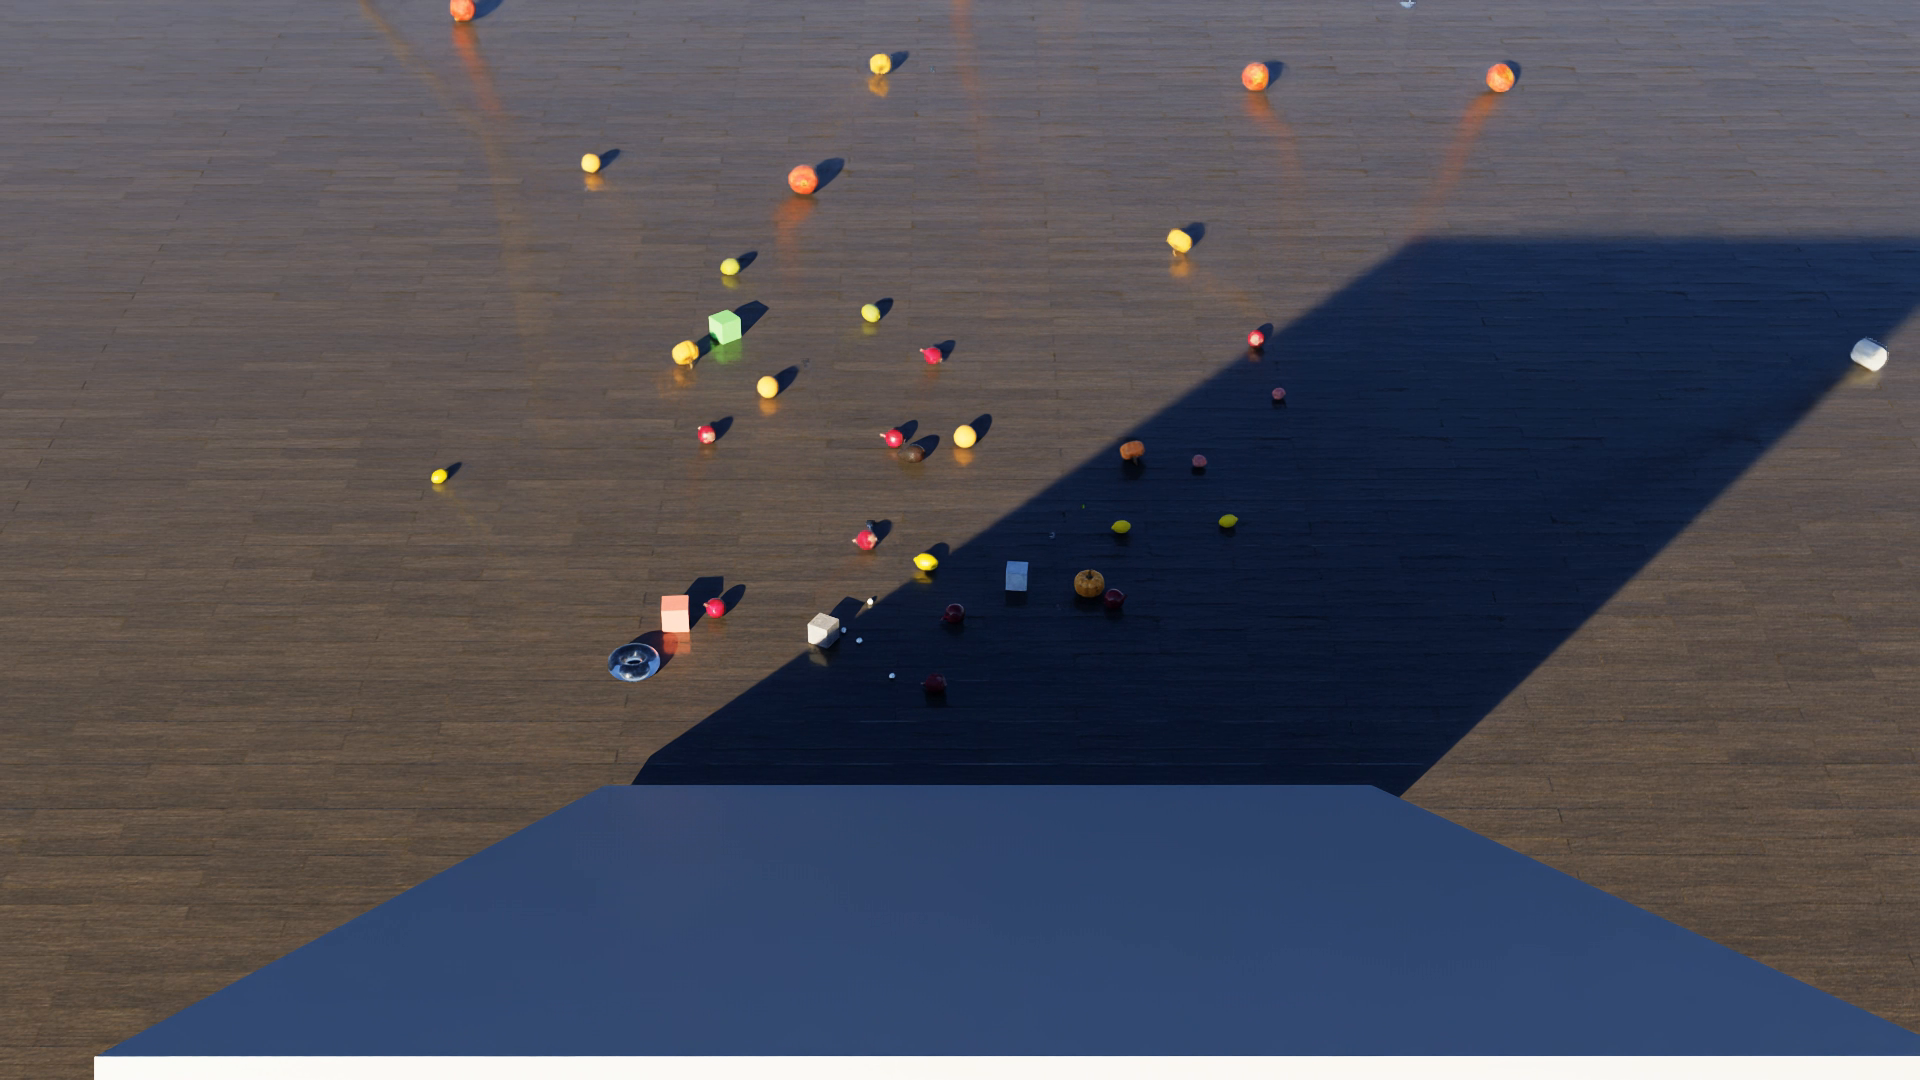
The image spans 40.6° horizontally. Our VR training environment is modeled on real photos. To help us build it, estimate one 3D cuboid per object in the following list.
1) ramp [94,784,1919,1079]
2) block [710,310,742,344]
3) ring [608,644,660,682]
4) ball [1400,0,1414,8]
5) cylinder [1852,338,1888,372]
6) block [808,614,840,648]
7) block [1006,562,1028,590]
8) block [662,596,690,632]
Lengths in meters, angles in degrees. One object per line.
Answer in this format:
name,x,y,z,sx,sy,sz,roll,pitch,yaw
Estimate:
ramp,0.074,0.646,4.772,2.000,0.100,4.000,0,-1,0
block,-0.808,-0.733,8.928,0.077,0.077,0.077,-24,41,-32
ring,-0.921,0.345,7.323,0.149,0.050,0.149,-1,34,1
ball,1.971,-2.371,11.418,0.060,0.060,0.060,0,33,0
cylinder,3.069,-0.624,8.758,0.083,0.083,0.083,-20,38,-27
block,-0.391,0.260,7.438,0.064,0.064,0.064,18,38,25
block,0.169,0.107,7.672,0.062,0.062,0.062,3,34,4
block,-0.822,0.214,7.498,0.075,0.075,0.075,-2,34,-3
